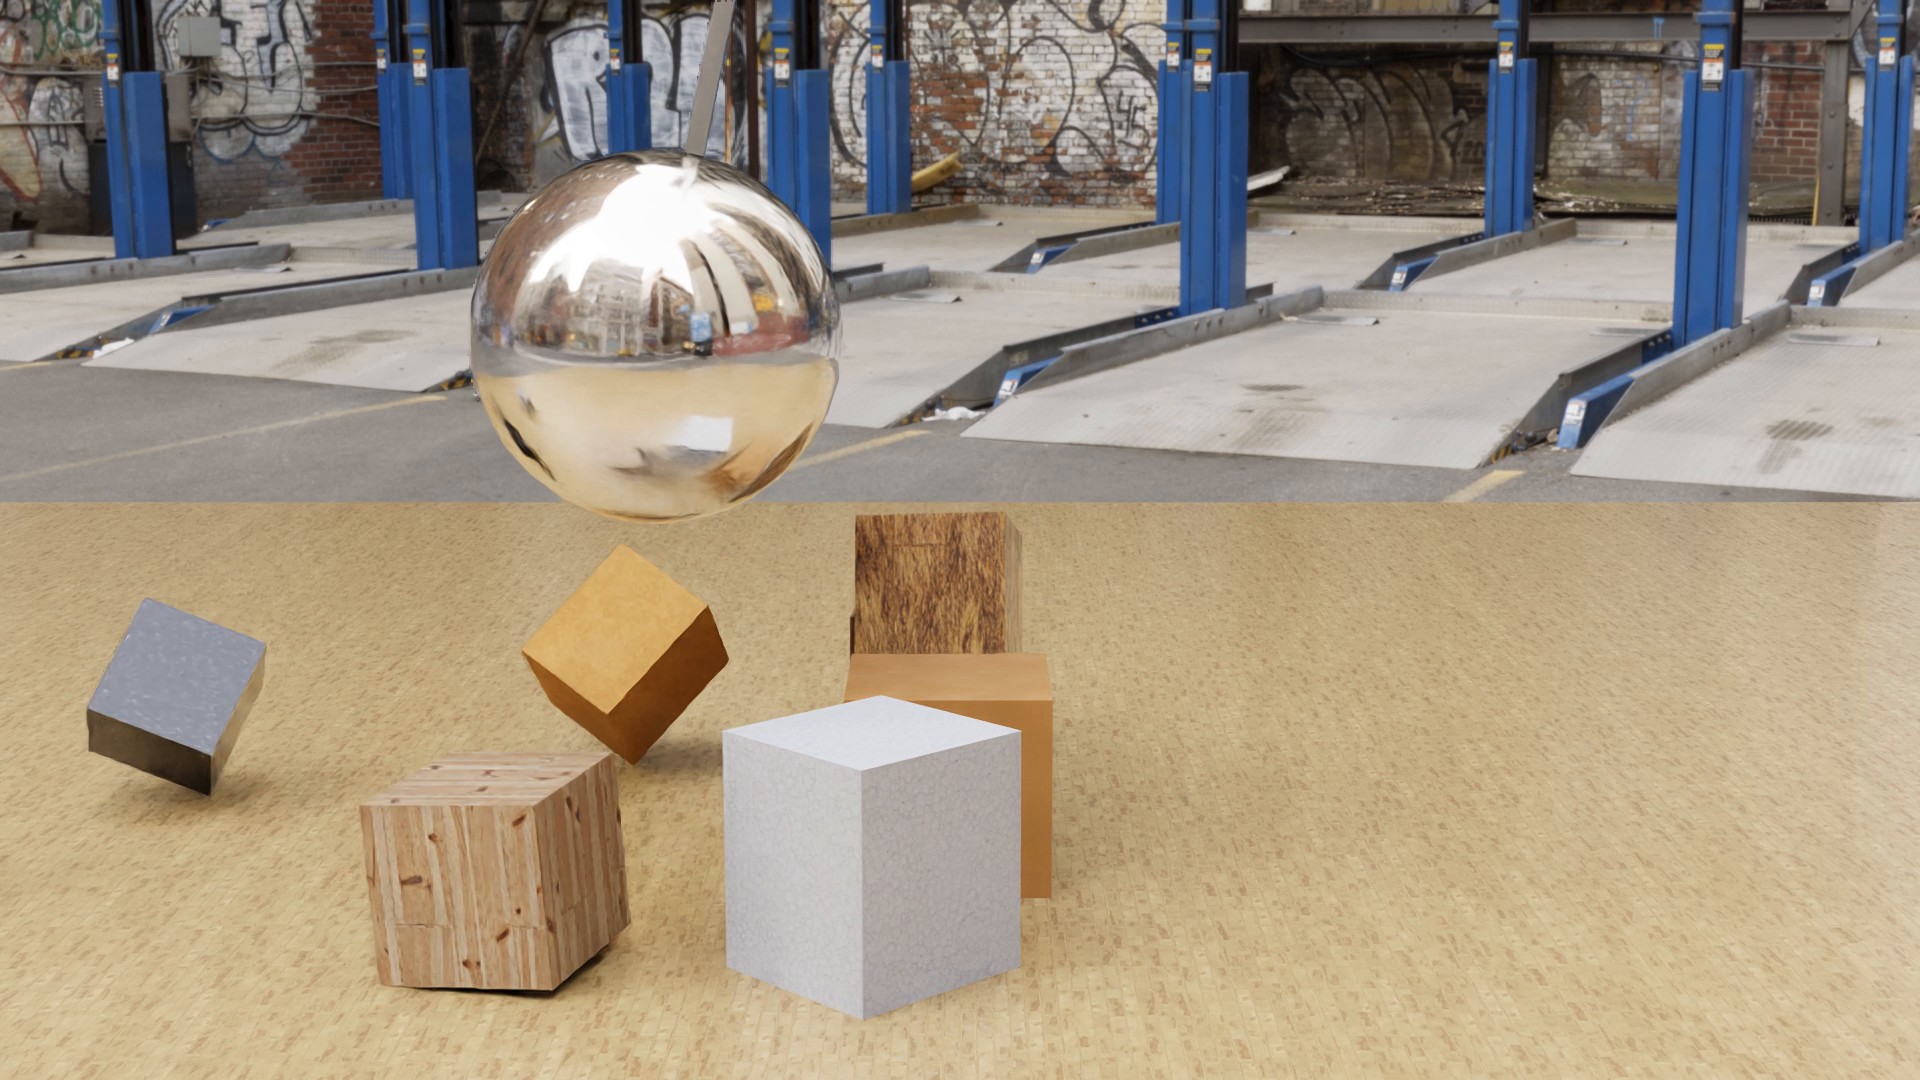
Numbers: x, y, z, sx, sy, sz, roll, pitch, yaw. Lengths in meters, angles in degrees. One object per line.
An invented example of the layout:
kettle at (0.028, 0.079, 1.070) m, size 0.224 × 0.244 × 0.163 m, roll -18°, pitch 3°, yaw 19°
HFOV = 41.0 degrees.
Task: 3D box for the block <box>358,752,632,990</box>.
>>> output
block at (-1.834, 1.298, 10.217) m, size 0.732 × 0.731 × 0.791 m, roll -1°, pitch 10°, yaw 16°

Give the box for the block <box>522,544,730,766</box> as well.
block at (-1.699, 0.588, 13.122) m, size 0.597 × 0.753 × 0.639 m, roll 34°, pitch -20°, yaw 21°

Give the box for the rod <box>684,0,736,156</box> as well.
rod at (-0.563, -4.135, 10.428) m, size 0.080 × 5.200 × 0.080 m, roll 12°, pitch 10°, yaw -2°

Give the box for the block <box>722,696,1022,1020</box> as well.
block at (-0.345, 1.223, 10.129) m, size 0.841 × 0.969 × 0.813 m, roll -10°, pitch 14°, yaw -43°

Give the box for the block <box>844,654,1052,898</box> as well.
block at (-0.051, 1.034, 11.431) m, size 0.890 × 0.877 × 0.893 m, roll 0°, pitch 10°, yaw 0°

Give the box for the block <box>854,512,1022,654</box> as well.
block at (-0.094, 0.268, 12.409) m, size 0.714 × 0.682 × 0.686 m, roll -1°, pitch -10°, yaw 8°

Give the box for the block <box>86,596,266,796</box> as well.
block at (-3.818, 0.767, 12.522) m, size 0.619 × 0.635 × 0.546 m, roll 22°, pitch -30°, yaw -5°

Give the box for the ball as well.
ball at (-1.299, -0.869, 11.022) m, size 1.600 × 1.600 × 1.600 m, roll 0°, pitch 10°, yaw 0°

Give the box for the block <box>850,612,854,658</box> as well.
block at (-0.116, 0.707, 13.460) m, size 0.817 × 0.794 × 0.892 m, roll 1°, pitch 10°, yaw 4°
